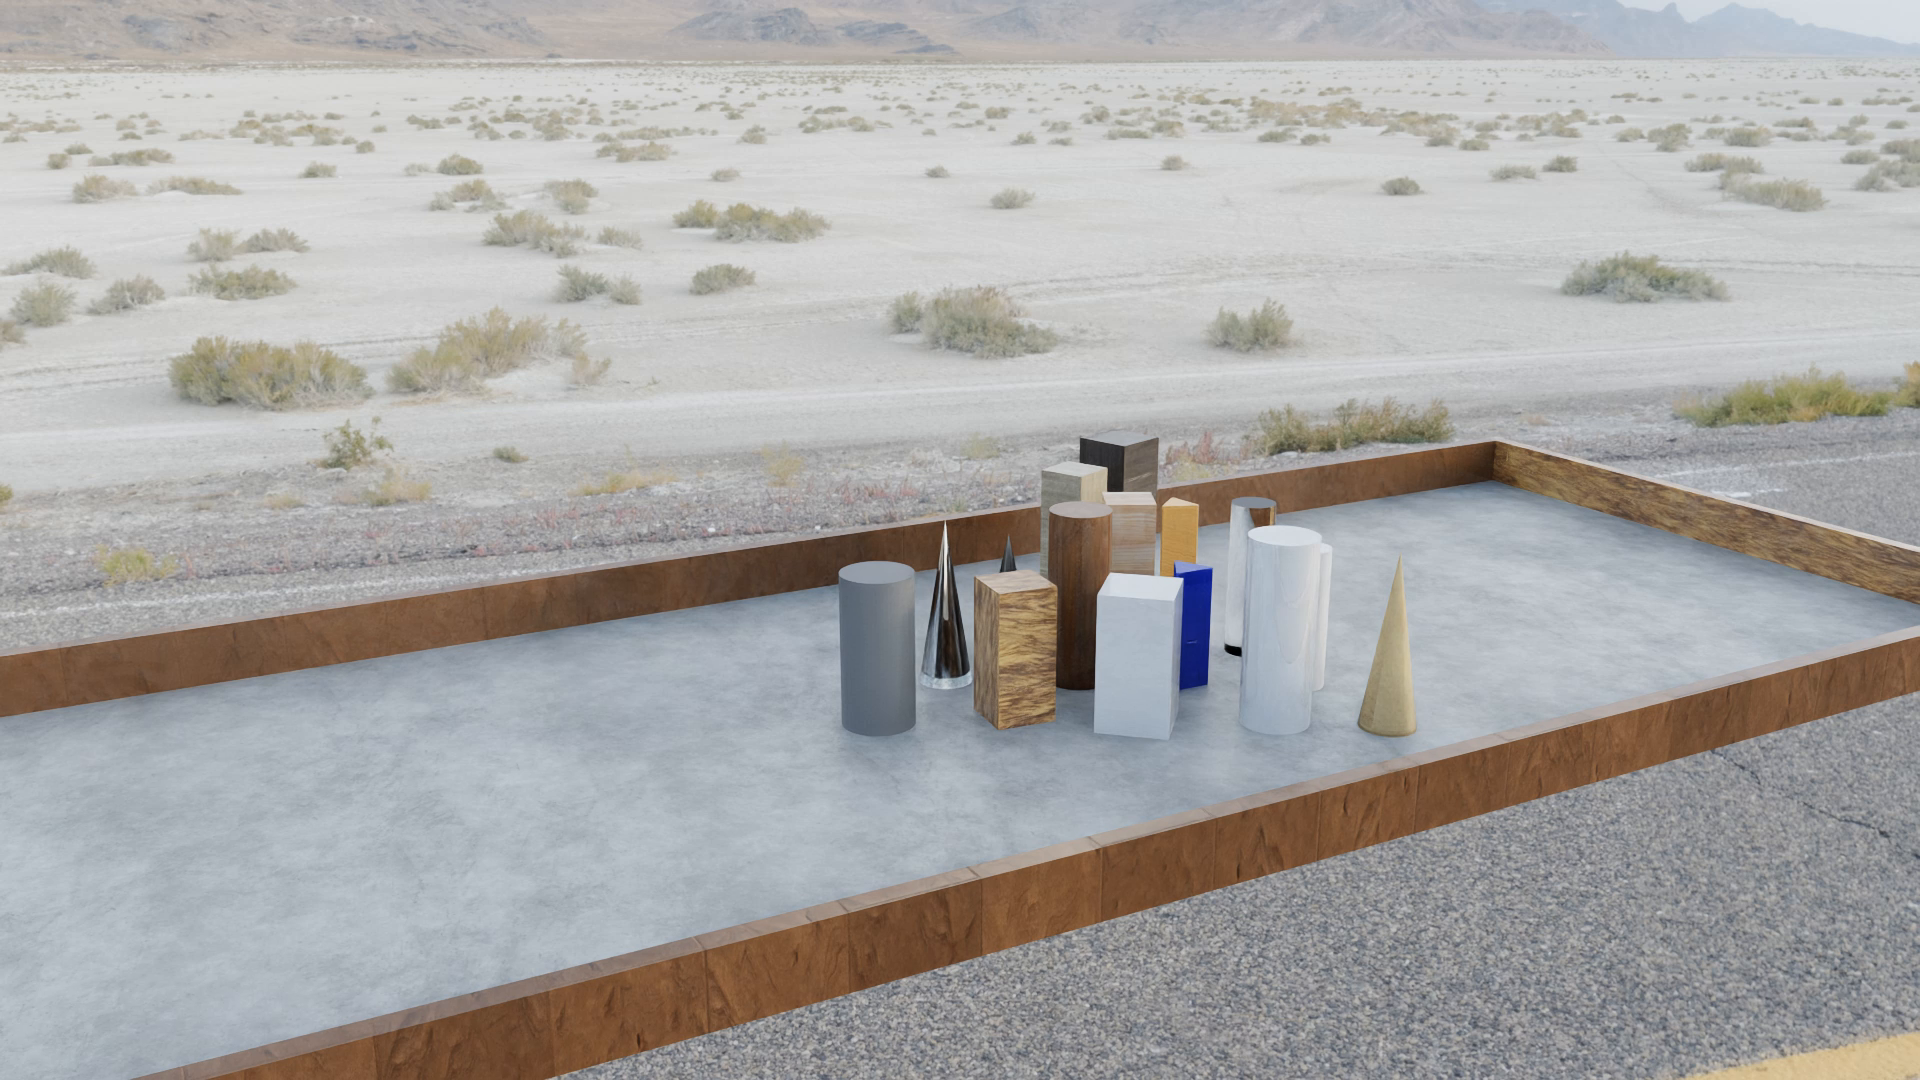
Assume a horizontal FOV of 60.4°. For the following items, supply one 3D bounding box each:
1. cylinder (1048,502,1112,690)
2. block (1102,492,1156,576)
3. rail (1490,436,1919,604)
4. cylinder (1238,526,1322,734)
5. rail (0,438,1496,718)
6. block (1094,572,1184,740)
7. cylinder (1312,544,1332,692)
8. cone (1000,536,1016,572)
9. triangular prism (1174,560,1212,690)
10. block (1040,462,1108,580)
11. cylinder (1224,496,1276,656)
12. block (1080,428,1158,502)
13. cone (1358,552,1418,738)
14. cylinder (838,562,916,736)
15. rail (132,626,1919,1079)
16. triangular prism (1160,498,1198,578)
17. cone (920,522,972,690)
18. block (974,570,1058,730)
[{"bbox_3d":[0.296,0.138,4.099,0.156,0.443,0.156,0,16,0],"label":"cylinder"},{"bbox_3d":[0.435,0.093,4.302,0.127,0.416,0.127,0,16,-1],"label":"block"},{"bbox_3d":[2.466,-0.048,5.253,0.050,0.150,2.100,-9,18,-27],"label":"rail"},{"bbox_3d":[0.742,0.209,3.835,0.167,0.457,0.167,0,16,0],"label":"cylinder"},{"bbox_3d":[-3.305,0.497,3.399,12.000,0.150,0.050,-9,18,-27],"label":"rail"},{"bbox_3d":[0.417,0.268,3.844,0.174,0.337,0.174,4,17,14],"label":"block"},{"bbox_3d":[0.858,0.189,4.078,0.103,0.357,0.103,0,16,0],"label":"cylinder"},{"bbox_3d":[0.128,0.128,4.384,0.132,0.301,0.132,0,16,0],"label":"cone"},{"bbox_3d":[0.554,0.209,4.102,0.103,0.306,0.089,-8,18,-25],"label":"triangular prism"},{"bbox_3d":[0.314,0.008,4.579,0.130,0.423,0.130,12,20,35],"label":"block"},{"bbox_3d":[0.758,0.097,4.308,0.116,0.404,0.116,0,16,0],"label":"cylinder"},{"bbox_3d":[0.461,-0.081,4.831,0.162,0.450,0.162,15,22,41],"label":"block"},{"bbox_3d":[1.003,0.230,3.811,0.136,0.429,0.136,0,16,0],"label":"cone"},{"bbox_3d":[-0.191,0.252,3.842,0.175,0.370,0.175,0,16,0],"label":"cylinder"},{"bbox_3d":[-2.336,1.006,1.665,12.000,0.150,0.050,-9,18,-27],"label":"rail"},{"bbox_3d":[0.603,0.046,4.631,0.102,0.319,0.088,-2,17,-7],"label":"triangular prism"},{"bbox_3d":[-0.036,0.151,4.099,0.133,0.417,0.133,0,16,0],"label":"cone"},{"bbox_3d":[0.129,0.256,3.890,0.147,0.334,0.147,-7,18,-22],"label":"block"}]
